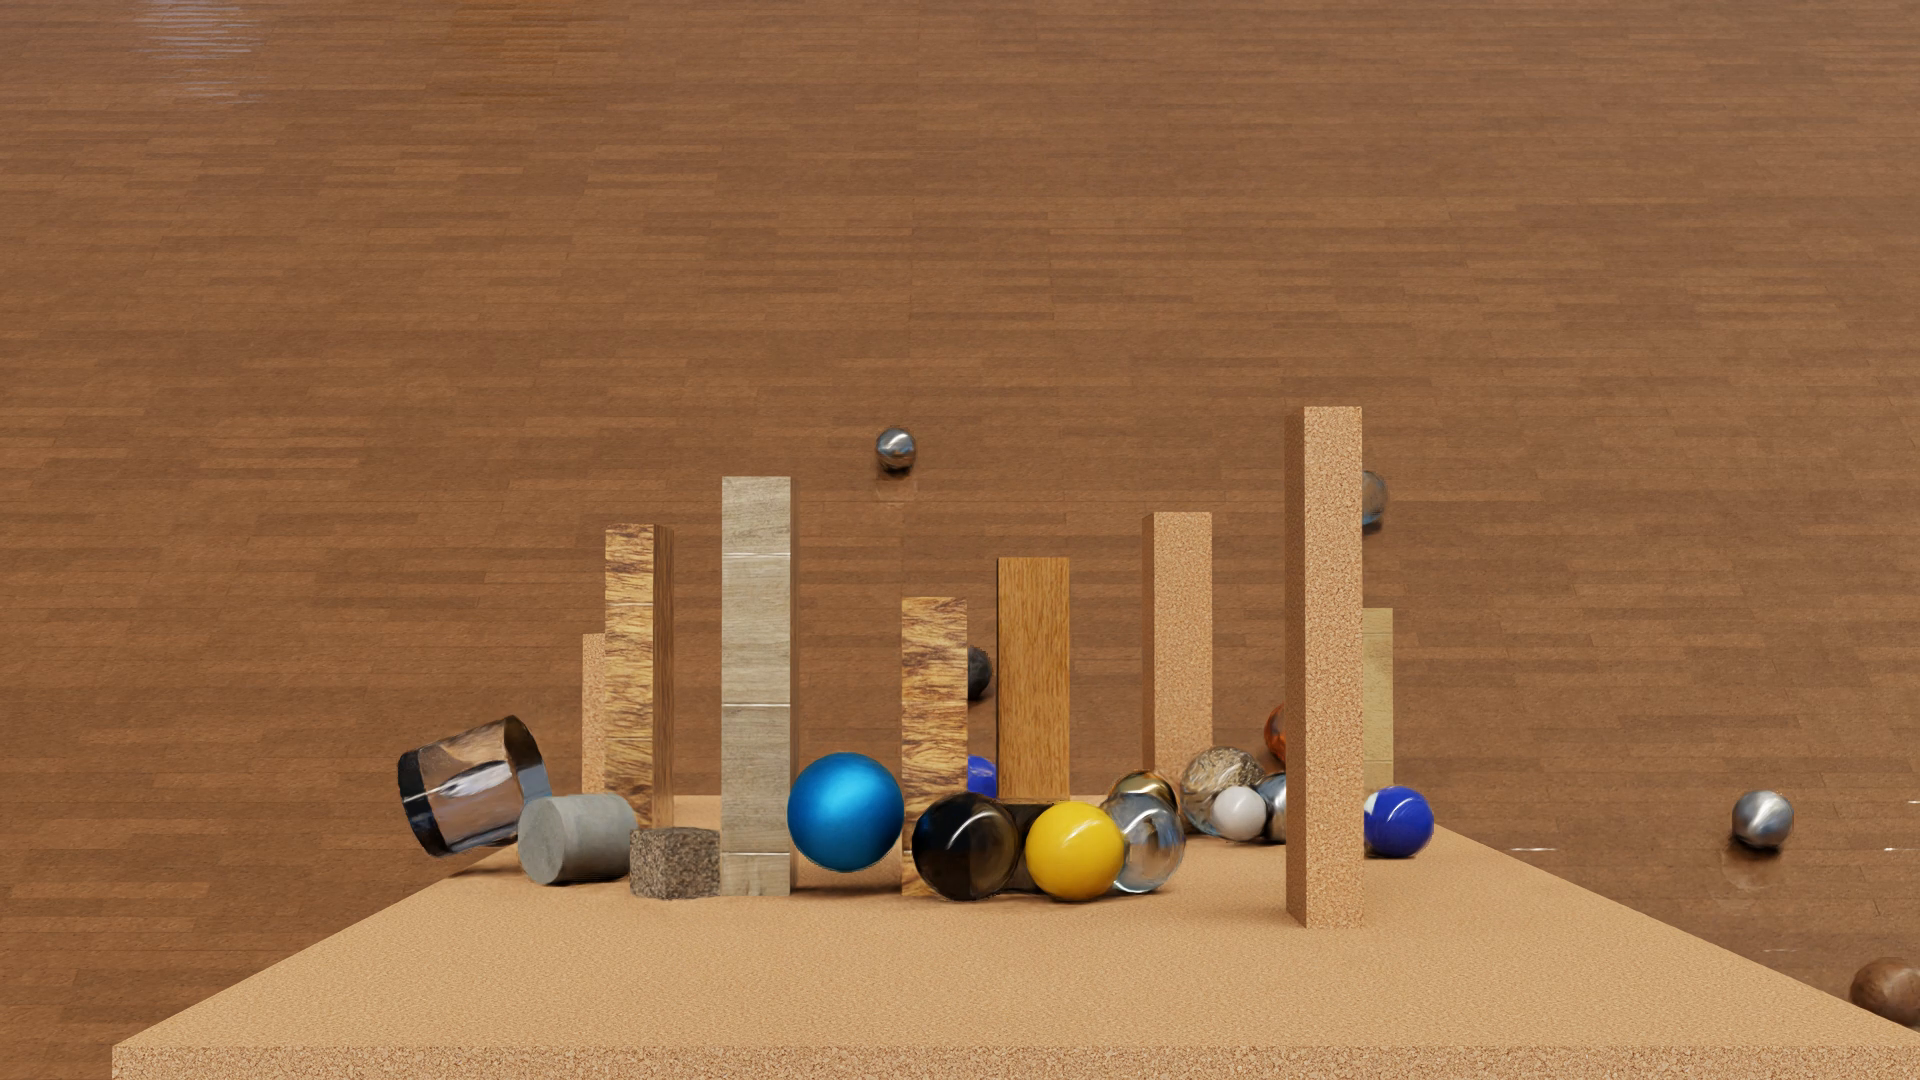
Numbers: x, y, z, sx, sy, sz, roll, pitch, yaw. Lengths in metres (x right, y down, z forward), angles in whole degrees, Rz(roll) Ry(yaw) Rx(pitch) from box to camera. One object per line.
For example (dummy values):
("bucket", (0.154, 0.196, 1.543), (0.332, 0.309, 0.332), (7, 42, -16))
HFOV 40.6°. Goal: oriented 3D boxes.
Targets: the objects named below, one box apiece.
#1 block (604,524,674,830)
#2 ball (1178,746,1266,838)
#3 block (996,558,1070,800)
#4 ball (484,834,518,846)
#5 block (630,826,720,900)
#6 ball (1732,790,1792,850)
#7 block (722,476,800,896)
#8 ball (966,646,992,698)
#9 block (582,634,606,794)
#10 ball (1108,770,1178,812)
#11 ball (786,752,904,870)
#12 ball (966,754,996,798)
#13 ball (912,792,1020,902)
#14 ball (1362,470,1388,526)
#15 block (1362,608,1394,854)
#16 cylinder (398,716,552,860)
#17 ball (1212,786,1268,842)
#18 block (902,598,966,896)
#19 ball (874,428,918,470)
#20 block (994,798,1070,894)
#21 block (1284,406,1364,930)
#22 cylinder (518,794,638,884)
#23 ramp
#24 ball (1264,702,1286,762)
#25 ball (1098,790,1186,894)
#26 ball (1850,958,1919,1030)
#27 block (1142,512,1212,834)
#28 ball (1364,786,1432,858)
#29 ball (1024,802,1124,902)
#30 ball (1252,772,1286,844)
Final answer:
("block", (-0.612, 0.295, 4.975), (0.088, 0.641, 0.353), (0, -2, 0))
("ball", (0.560, 0.533, 5.497), (0.193, 0.193, 0.193), (0, 35, 0))
("block", (0.130, 0.320, 4.674), (0.124, 0.573, 0.254), (0, -2, 0))
("ball", (-0.967, 0.553, 5.432), (0.176, 0.176, 0.176), (0, 35, 0))
("block", (-0.479, 0.543, 4.372), (0.109, 0.109, 0.109), (1, -2, -38))
("ball", (2.085, 0.726, 6.753), (0.153, 0.153, 0.153), (0, 35, 0))
("block", (-0.344, 0.249, 4.497), (0.115, 0.705, 0.251), (0, -2, 0))
("ball", (0.017, 0.371, 7.274), (0.143, 0.143, 0.143), (0, 35, 0))
("block", (-0.783, 0.429, 5.899), (0.104, 0.431, 0.312), (0, -2, 0))
("ball", (0.378, 0.555, 5.407), (0.148, 0.148, 0.148), (0, 35, 0))
("ball", (-0.191, 0.453, 4.340), (0.197, 0.197, 0.197), (0, 35, 0))
("ball", (0.023, 0.564, 5.861), (0.157, 0.157, 0.157), (0, 35, 0))
("ball", (0.010, 0.505, 4.279), (0.181, 0.181, 0.181), (0, 35, 0))
("ball", (1.225, -0.131, 7.971), (0.171, 0.171, 0.171), (0, 35, 0))
("block", (0.798, 0.384, 5.344), (0.112, 0.486, 0.445), (0, -2, 0))
("cylinder", (-0.877, 0.448, 4.709), (0.207, 0.207, 0.207), (-19, 35, 7))
("ball", (0.567, 0.556, 5.272), (0.113, 0.113, 0.113), (0, 35, 0))
("block", (-0.043, 0.353, 4.589), (0.110, 0.502, 0.430), (0, -2, 0))
("ball", (-0.203, -0.289, 8.229), (0.137, 0.137, 0.137), (0, 35, 0))
("block", (0.111, 0.525, 4.465), (0.152, 0.152, 0.152), (0, -2, 0))
("block", (0.563, 0.195, 4.027), (0.086, 0.785, 0.244), (0, -2, 0))
("cylinder", (-0.675, 0.527, 4.587), (0.153, 0.153, 0.153), (2, 26, -42))
("ramp", (0.077, 0.661, 4.825), (2.000, 0.100, 4.000), (0, -2, 0))
("ball", (0.910, 0.521, 7.033), (0.171, 0.171, 0.171), (0, 35, 0))
("ball", (0.297, 0.513, 4.411), (0.172, 0.172, 0.172), (0, 35, 0))
("ball", (2.223, 1.090, 6.205), (0.181, 0.181, 0.181), (0, 35, 0))
("block", (0.482, 0.293, 5.786), (0.124, 0.695, 0.372), (0, -2, 0))
("ball", (0.847, 0.548, 5.047), (0.140, 0.140, 0.140), (0, 35, 0))
("ball", (0.188, 0.512, 4.269), (0.164, 0.164, 0.164), (0, 35, 0))
("ball", (0.667, 0.553, 5.365), (0.149, 0.149, 0.149), (0, 35, 0))
